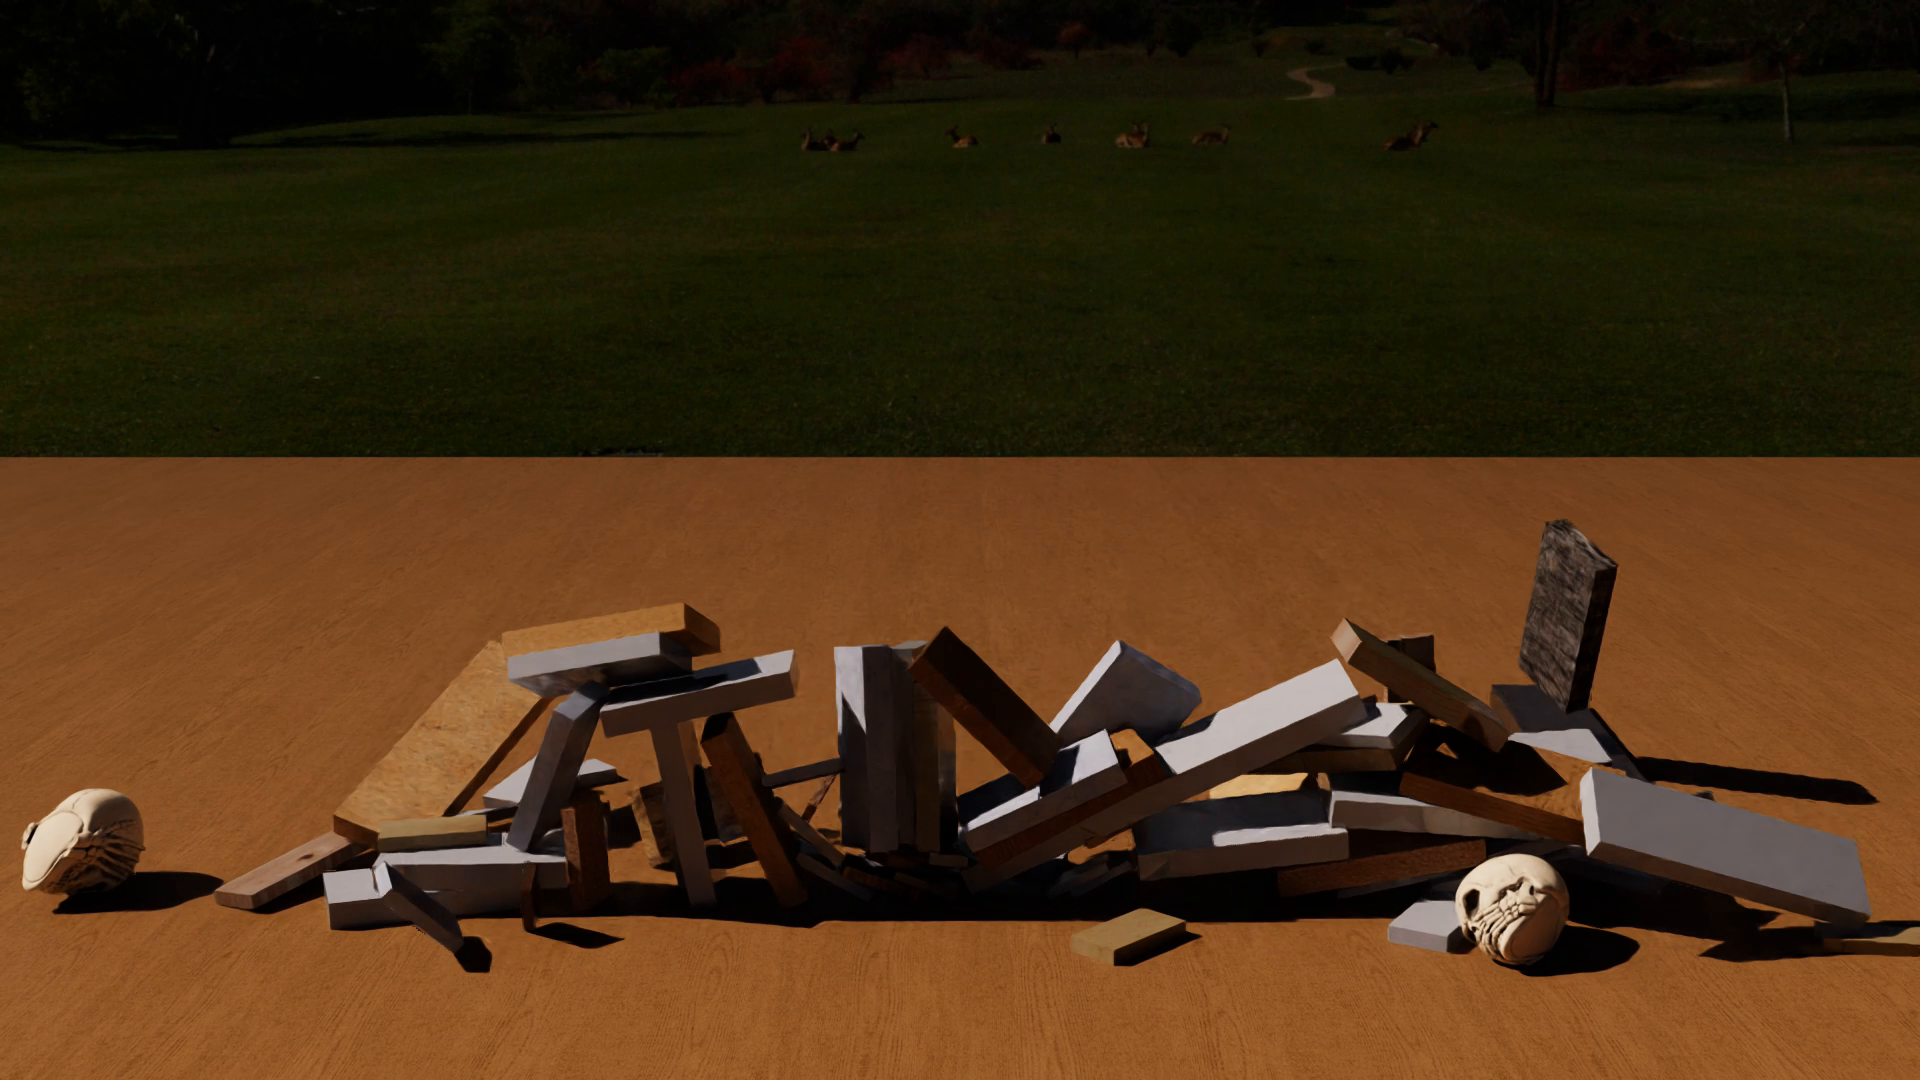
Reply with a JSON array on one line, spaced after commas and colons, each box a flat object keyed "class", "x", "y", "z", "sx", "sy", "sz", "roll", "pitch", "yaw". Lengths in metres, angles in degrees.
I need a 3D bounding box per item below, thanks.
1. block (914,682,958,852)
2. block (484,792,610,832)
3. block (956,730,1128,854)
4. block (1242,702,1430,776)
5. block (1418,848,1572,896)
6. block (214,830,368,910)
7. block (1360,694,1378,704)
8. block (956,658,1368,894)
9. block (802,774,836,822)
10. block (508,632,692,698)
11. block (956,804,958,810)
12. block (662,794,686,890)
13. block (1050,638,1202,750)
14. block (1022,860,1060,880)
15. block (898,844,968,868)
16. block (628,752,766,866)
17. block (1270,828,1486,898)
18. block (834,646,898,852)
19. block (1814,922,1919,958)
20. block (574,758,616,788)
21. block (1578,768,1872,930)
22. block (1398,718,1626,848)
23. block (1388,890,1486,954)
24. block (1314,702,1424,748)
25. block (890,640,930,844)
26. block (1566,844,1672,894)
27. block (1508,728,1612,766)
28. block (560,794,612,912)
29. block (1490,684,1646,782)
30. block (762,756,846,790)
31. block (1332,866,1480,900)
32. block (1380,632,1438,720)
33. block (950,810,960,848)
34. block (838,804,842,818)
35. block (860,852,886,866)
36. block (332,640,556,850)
[{"class": "block", "x": -0.040, "y": 0.368, "z": 3.635, "sx": 0.039, "sy": 0.275, "sz": 0.138, "roll": -1, "pitch": 1, "yaw": 11}, {"class": "block", "x": -0.761, "y": 0.491, "z": 3.899, "sx": 0.274, "sy": 0.023, "sz": 0.080, "roll": -8, "pitch": 13, "yaw": -38}, {"class": "block", "x": 0.131, "y": 0.410, "z": 3.598, "sx": 0.275, "sy": 0.039, "sz": 0.138, "roll": -25, "pitch": 19, "yaw": 3}, {"class": "block", "x": 0.625, "y": 0.334, "z": 3.696, "sx": 0.293, "sy": 0.041, "sz": 0.146, "roll": -7, "pitch": 24, "yaw": 39}, {"class": "block", "x": 0.884, "y": 0.539, "z": 3.681, "sx": 0.241, "sy": 0.034, "sz": 0.121, "roll": -12, "pitch": 20, "yaw": -5}, {"class": "block", "x": -1.075, "y": 0.529, "z": 3.792, "sx": 0.087, "sy": 0.025, "sz": 0.471, "roll": 1, "pitch": 15, "yaw": 29}, {"class": "block", "x": 0.670, "y": 0.292, "z": 3.668, "sx": 0.047, "sy": 0.013, "sz": 0.094, "roll": -19, "pitch": 18, "yaw": 23}, {"class": "block", "x": 0.329, "y": 0.393, "z": 3.677, "sx": 0.714, "sy": 0.047, "sz": 0.166, "roll": -25, "pitch": 17, "yaw": 5}, {"class": "block", "x": -0.249, "y": 0.451, "z": 3.944, "sx": 0.016, "sy": 0.055, "sz": 0.110, "roll": 29, "pitch": 46, "yaw": 2}, {"class": "block", "x": -0.592, "y": 0.207, "z": 3.623, "sx": 0.269, "sy": 0.038, "sz": 0.135, "roll": -10, "pitch": -20, "yaw": 14}, {"class": "block", "x": -0.044, "y": 0.494, "z": 4.139, "sx": 0.120, "sy": 0.017, "sz": 0.060, "roll": 4, "pitch": 11, "yaw": 23}, {"class": "block", "x": -0.472, "y": 0.499, "z": 3.705, "sx": 0.023, "sy": 0.159, "sz": 0.080, "roll": -9, "pitch": 13, "yaw": 2}, {"class": "block", "x": 0.244, "y": 0.348, "z": 3.789, "sx": 0.171, "sy": 0.341, "sz": 0.048, "roll": 31, "pitch": 21, "yaw": -16}, {"class": "block", "x": 0.121, "y": 0.552, "z": 3.739, "sx": 0.053, "sy": 0.015, "sz": 0.106, "roll": -4, "pitch": 11, "yaw": -25}, {"class": "block", "x": -0.086, "y": 0.505, "z": 3.756, "sx": 0.069, "sy": 0.020, "sz": 0.335, "roll": 9, "pitch": 4, "yaw": -25}, {"class": "block", "x": -0.449, "y": 0.475, "z": 3.889, "sx": 0.269, "sy": 0.135, "sz": 0.038, "roll": -13, "pitch": -8, "yaw": -44}, {"class": "block", "x": 0.681, "y": 0.504, "z": 3.649, "sx": 0.340, "sy": 0.048, "sz": 0.170, "roll": -9, "pitch": 20, "yaw": 1}, {"class": "block", "x": -0.156, "y": 0.342, "z": 3.640, "sx": 0.047, "sy": 0.332, "sz": 0.166, "roll": -2, "pitch": -2, "yaw": -19}, {"class": "block", "x": 1.425, "y": 0.623, "z": 3.429, "sx": 0.163, "sy": 0.022, "sz": 0.077, "roll": 2, "pitch": 11, "yaw": 10}, {"class": "block", "x": -0.767, "y": 0.462, "z": 4.292, "sx": 0.170, "sy": 0.024, "sz": 0.085, "roll": -8, "pitch": 13, "yaw": -37}, {"class": "block", "x": 1.199, "y": 0.484, "z": 3.450, "sx": 0.459, "sy": 0.041, "sz": 0.146, "roll": 16, "pitch": 45, "yaw": -7}, {"class": "block", "x": 0.897, "y": 0.394, "z": 3.570, "sx": 0.329, "sy": 0.047, "sz": 0.165, "roll": 15, "pitch": 33, "yaw": 20}, {"class": "block", "x": 0.762, "y": 0.607, "z": 3.505, "sx": 0.096, "sy": 0.027, "sz": 0.192, "roll": 6, "pitch": 12, "yaw": 31}, {"class": "block", "x": 0.601, "y": 0.305, "z": 3.667, "sx": 0.088, "sy": 0.025, "sz": 0.374, "roll": -38, "pitch": 20, "yaw": -32}, {"class": "block", "x": -0.079, "y": 0.335, "z": 3.675, "sx": 0.045, "sy": 0.320, "sz": 0.160, "roll": -1, "pitch": 2, "yaw": 12}, {"class": "block", "x": 1.052, "y": 0.534, "z": 3.720, "sx": 0.305, "sy": 0.027, "sz": 0.096, "roll": 11, "pitch": 21, "yaw": 44}, {"class": "block", "x": 0.992, "y": 0.361, "z": 3.705, "sx": 0.184, "sy": 0.026, "sz": 0.092, "roll": -3, "pitch": 33, "yaw": -12}, {"class": "block", "x": -0.612, "y": 0.512, "z": 3.605, "sx": 0.025, "sy": 0.174, "sz": 0.087, "roll": -1, "pitch": 11, "yaw": 20}, {"class": "block", "x": 1.230, "y": 0.420, "z": 4.451, "sx": 0.171, "sy": 0.048, "sz": 0.832, "roll": 1, "pitch": 11, "yaw": 4}, {"class": "block", "x": -0.256, "y": 0.384, "z": 3.612, "sx": 0.139, "sy": 0.020, "sz": 0.069, "roll": -13, "pitch": -9, "yaw": -6}, {"class": "block", "x": 0.729, "y": 0.532, "z": 3.671, "sx": 0.241, "sy": 0.034, "sz": 0.121, "roll": -11, "pitch": 20, "yaw": -4}, {"class": "block", "x": 0.792, "y": 0.255, "z": 3.873, "sx": 0.088, "sy": 0.176, "sz": 0.025, "roll": -7, "pitch": 13, "yaw": -8}, {"class": "block", "x": 0.147, "y": 0.489, "z": 4.085, "sx": 0.165, "sy": 0.047, "sz": 0.594, "roll": 5, "pitch": 12, "yaw": 26}, {"class": "block", "x": -0.189, "y": 0.496, "z": 4.130, "sx": 0.060, "sy": 0.017, "sz": 0.120, "roll": 1, "pitch": 11, "yaw": 7}, {"class": "block", "x": -0.124, "y": 0.548, "z": 3.793, "sx": 0.106, "sy": 0.015, "sz": 0.053, "roll": -6, "pitch": 4, "yaw": 25}, {"class": "block", "x": -0.907, "y": 0.372, "z": 3.944, "sx": 0.160, "sy": 0.045, "sz": 0.517, "roll": 19, "pitch": 39, "yaw": 12}]
